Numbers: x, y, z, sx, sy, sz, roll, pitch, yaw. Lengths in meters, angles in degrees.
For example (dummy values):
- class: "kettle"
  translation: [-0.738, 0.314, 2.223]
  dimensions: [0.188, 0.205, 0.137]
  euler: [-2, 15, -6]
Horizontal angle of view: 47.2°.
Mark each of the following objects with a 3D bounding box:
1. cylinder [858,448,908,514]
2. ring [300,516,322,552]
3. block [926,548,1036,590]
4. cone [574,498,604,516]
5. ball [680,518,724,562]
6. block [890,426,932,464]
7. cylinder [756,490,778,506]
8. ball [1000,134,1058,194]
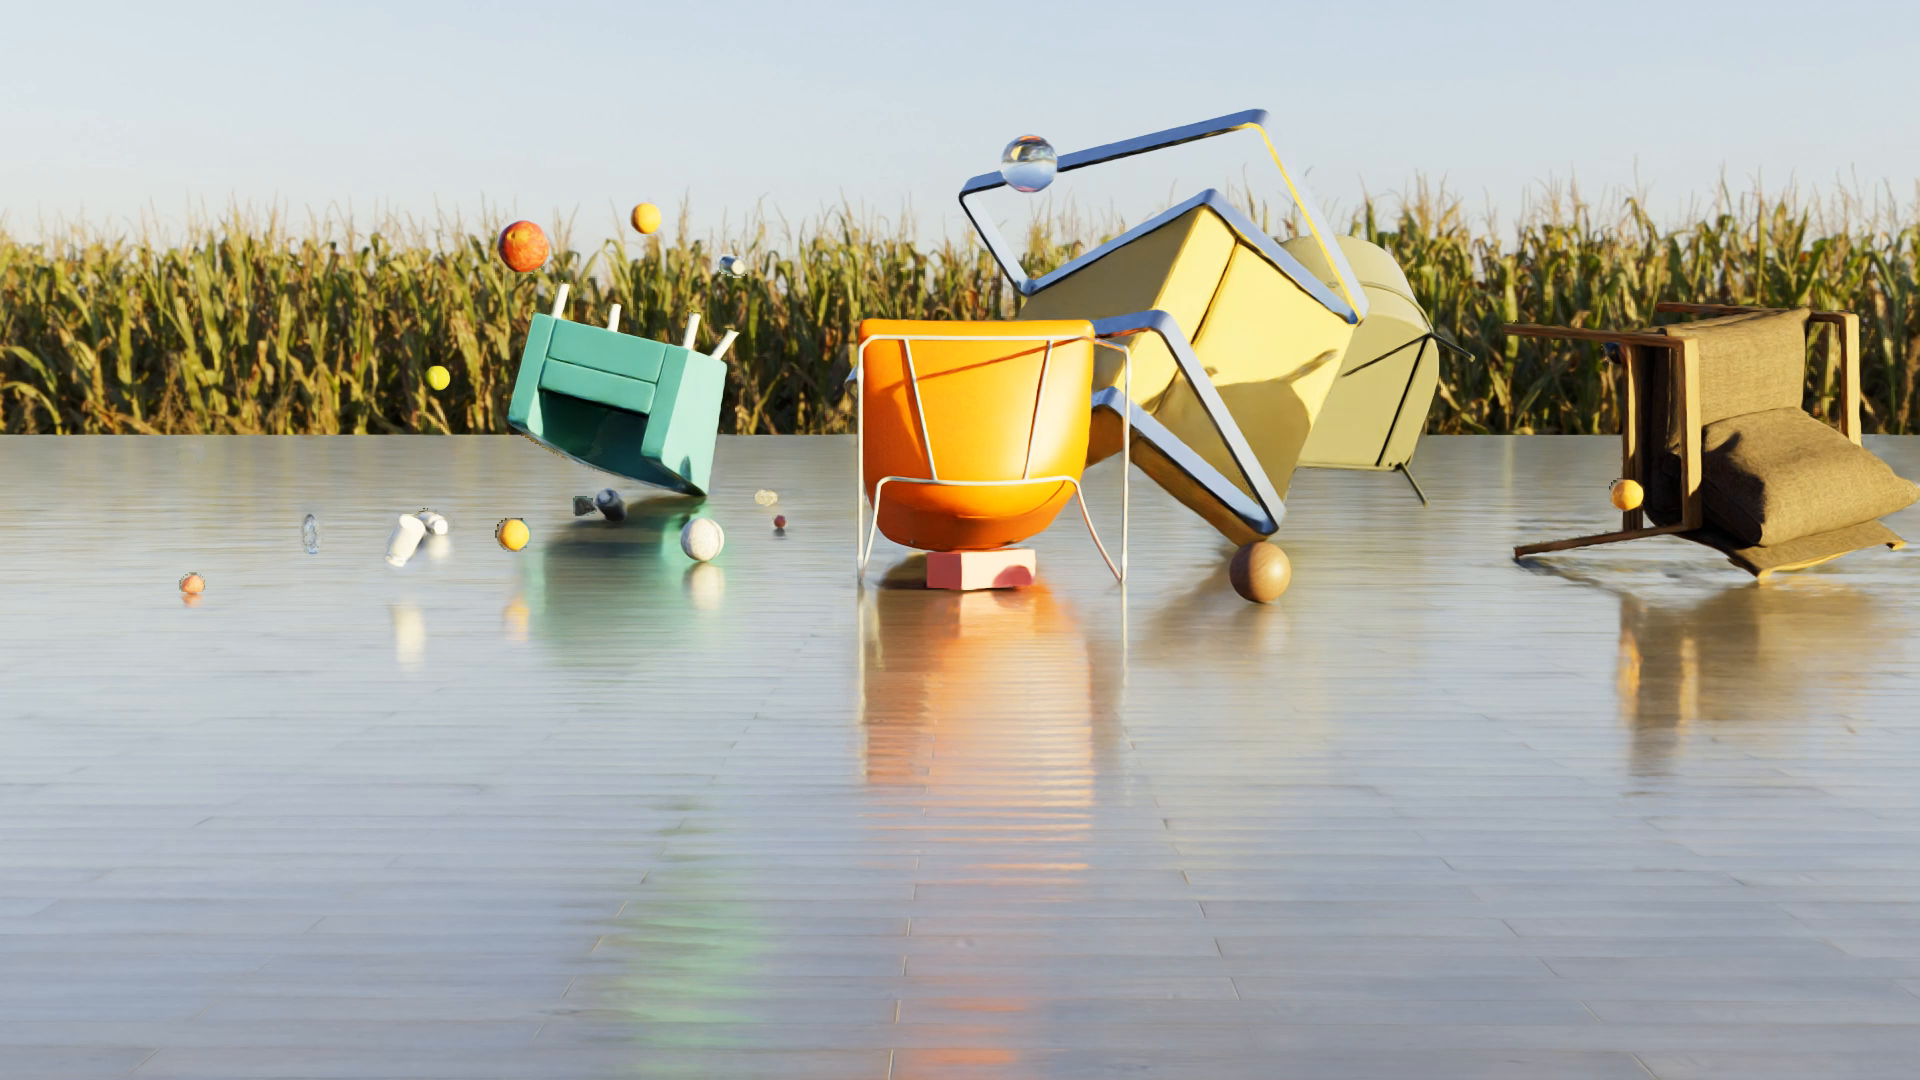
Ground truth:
- class: "cylinder"
  translation: [-0.277, -0.216, 7.948]
  dimensions: [0.158, 0.216, 0.101]
  euler: [-4, 32, -24]
- class: "ring"
  translation: [-1.757, -0.015, 5.953]
  dimensions: [0.049, 0.111, 0.027]
  euler: [15, 17, -31]
- class: "block"
  translation: [0.048, 0.065, 4.968]
  dimensions: [0.207, 0.081, 0.130]
  euler: [-3, 2, -37]
- class: "cone"
  translation: [-1.292, -0.118, 7.723]
  dimensions: [0.103, 0.061, 0.085]
  euler: [-4, -35, -32]
- class: "ball"
  translation: [-0.672, -0.002, 5.730]
  dimensions: [0.115, 0.115, 0.115]
  euler: [0, 4, 0]
- class: "block"
  translation: [-0.182, -0.355, 8.217]
  dimensions: [0.135, 0.068, 0.058]
  euler: [41, -11, -10]
- class: "cylinder"
  translation: [-0.746, -0.163, 8.500]
  dimensions: [0.071, 0.053, 0.103]
  euler: [32, 3, 7]
- class: "ball"
  translation: [0.157, -0.854, 4.997]
  dimensions: [0.131, 0.131, 0.131]
  euler: [0, 4, 0]
